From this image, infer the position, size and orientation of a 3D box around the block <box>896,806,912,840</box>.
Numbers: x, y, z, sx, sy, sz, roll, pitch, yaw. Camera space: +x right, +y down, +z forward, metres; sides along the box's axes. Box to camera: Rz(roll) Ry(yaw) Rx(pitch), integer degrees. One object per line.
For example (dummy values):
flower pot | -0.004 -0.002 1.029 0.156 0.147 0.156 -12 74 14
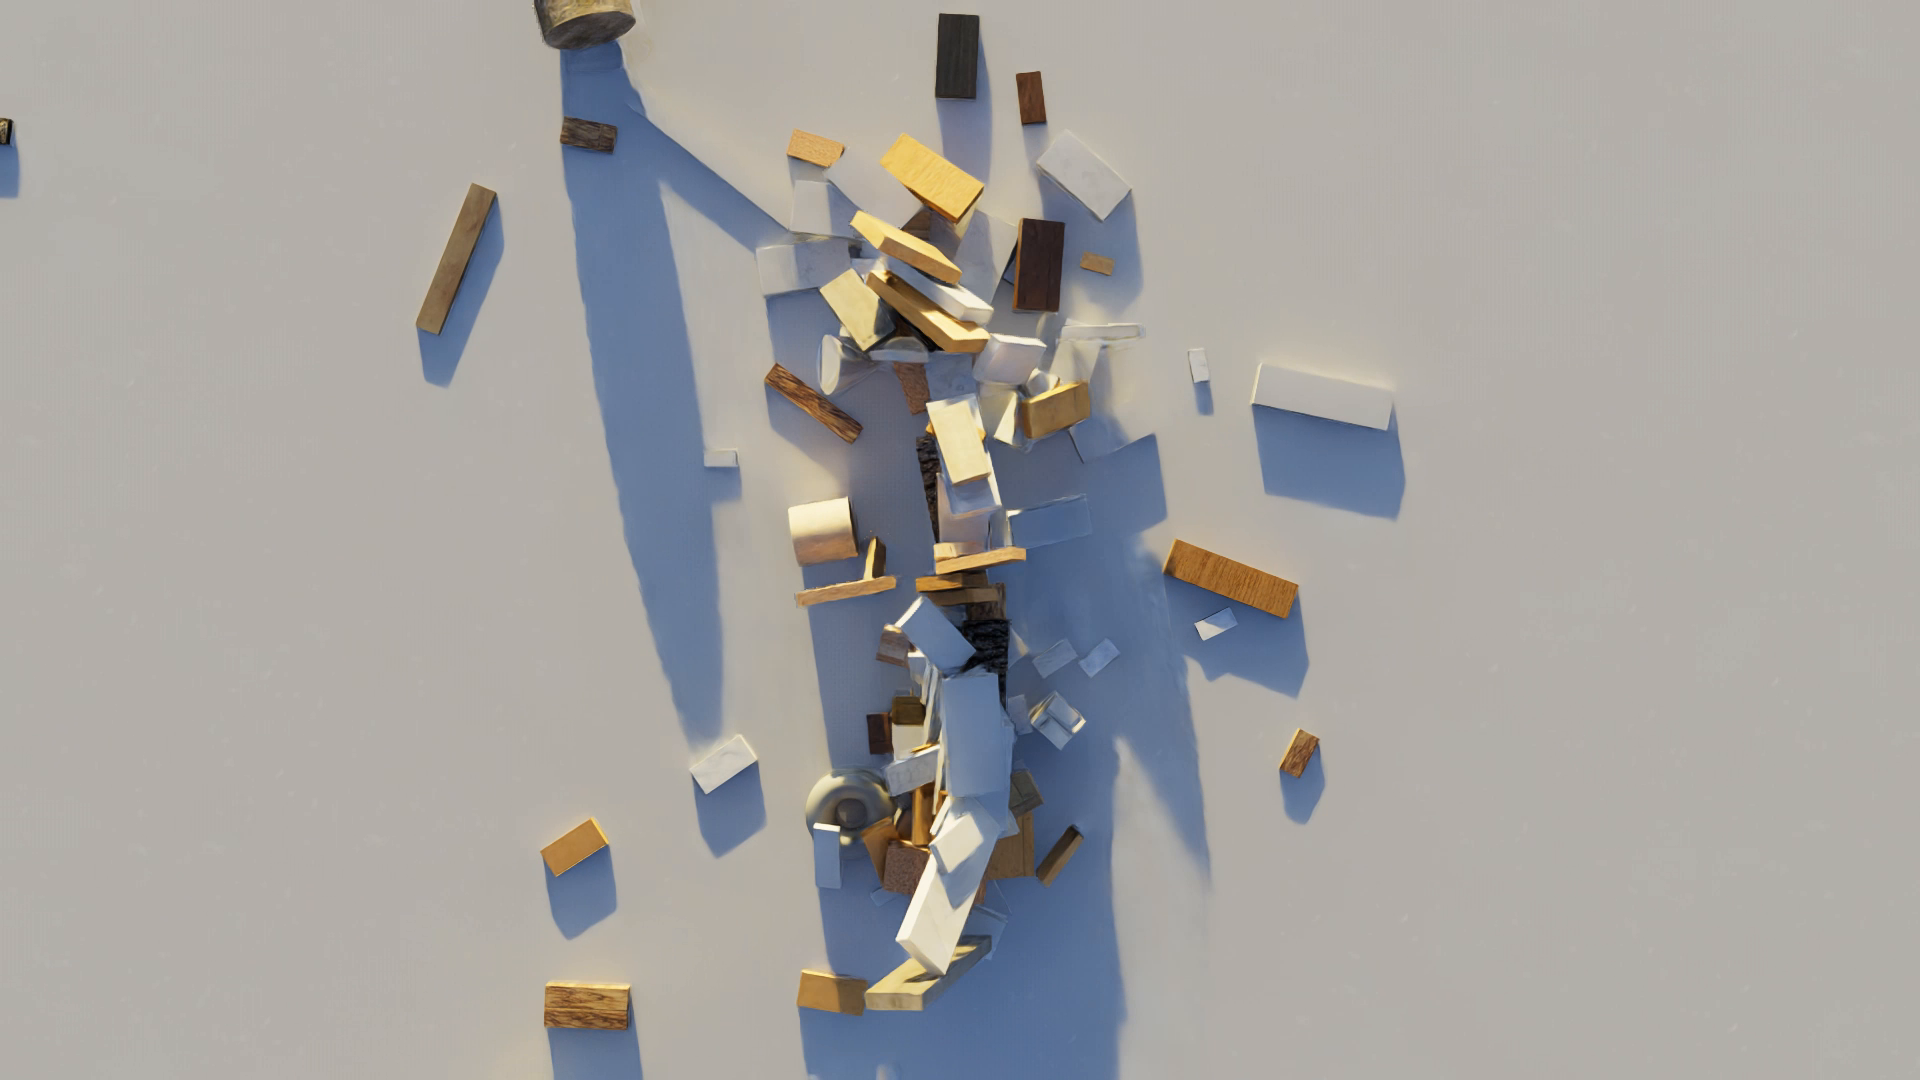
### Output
block | -0.129 0.963 5.488 0.168 0.024 0.084 27 90 0

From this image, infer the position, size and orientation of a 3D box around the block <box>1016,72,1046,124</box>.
block | 0.236 -1.471 5.488 0.083 0.023 0.166 -7 90 0

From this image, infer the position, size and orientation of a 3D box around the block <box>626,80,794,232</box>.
block | -0.807 -1.271 5.488 0.711 0.025 0.087 38 90 0

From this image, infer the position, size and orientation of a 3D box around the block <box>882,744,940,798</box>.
block | -0.078 0.717 5.307 0.351 0.028 0.099 -19 104 -24

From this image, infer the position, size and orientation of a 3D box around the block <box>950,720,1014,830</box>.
block | 0.066 0.741 5.150 0.177 0.050 0.354 -2 107 -18

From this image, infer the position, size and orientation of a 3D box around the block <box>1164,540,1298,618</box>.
block | 0.900 0.129 5.483 0.434 0.034 0.121 21 90 0

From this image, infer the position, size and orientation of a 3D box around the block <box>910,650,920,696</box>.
block | -0.109 0.454 5.453 0.092 0.026 0.184 9 112 0

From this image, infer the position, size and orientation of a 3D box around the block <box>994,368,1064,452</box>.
block | 0.226 -0.431 5.434 0.131 0.037 0.263 23 86 33

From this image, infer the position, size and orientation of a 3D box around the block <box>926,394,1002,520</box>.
block | 0.012 -0.260 5.093 0.154 0.044 0.374 -13 73 -1

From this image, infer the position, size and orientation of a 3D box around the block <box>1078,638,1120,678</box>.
block | 0.463 0.393 5.491 0.130 0.018 0.065 -41 90 0

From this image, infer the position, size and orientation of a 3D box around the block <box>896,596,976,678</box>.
block | -0.073 0.300 5.032 0.124 0.035 0.248 -47 116 -12

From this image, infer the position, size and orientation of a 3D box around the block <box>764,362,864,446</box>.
block | -0.487 -0.453 5.489 0.361 0.021 0.074 36 90 0

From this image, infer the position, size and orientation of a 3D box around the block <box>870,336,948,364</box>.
block | -0.150 -0.611 5.293 0.130 0.276 0.037 -31 117 -38

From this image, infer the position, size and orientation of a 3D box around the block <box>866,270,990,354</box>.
block | -0.100 -0.727 5.228 0.427 0.176 0.050 43 124 31

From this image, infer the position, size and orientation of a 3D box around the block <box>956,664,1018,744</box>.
block | 0.071 0.535 5.135 0.123 0.035 0.288 -29 115 -9

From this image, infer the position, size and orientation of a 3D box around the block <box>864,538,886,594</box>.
block | -0.279 0.085 5.429 0.024 0.085 0.169 -2 68 22

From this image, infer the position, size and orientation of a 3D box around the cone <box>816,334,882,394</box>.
cone | -0.346 -0.580 5.456 0.196 0.196 0.196 -3 90 -27

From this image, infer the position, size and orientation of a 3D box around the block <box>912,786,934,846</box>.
block | -0.097 0.878 5.376 0.111 0.031 0.222 1 91 -20

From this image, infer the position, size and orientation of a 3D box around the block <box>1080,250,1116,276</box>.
block | 0.458 -0.921 5.492 0.108 0.015 0.054 16 90 0

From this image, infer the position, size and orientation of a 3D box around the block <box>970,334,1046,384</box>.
block | 0.157 -0.577 5.294 0.042 0.312 0.147 38 110 23

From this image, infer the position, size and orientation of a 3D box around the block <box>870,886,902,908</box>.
block | -0.160 1.129 5.470 0.295 0.015 0.051 -29 90 9

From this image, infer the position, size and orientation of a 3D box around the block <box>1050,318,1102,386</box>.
block | 0.377 -0.585 5.481 0.135 0.038 0.269 18 90 0

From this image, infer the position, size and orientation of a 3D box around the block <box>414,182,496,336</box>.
block | -1.678 -0.934 5.488 0.083 0.023 0.513 22 90 0

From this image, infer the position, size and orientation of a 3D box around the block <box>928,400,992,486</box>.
block | 0.000 -0.294 5.031 0.123 0.035 0.247 -18 70 -2

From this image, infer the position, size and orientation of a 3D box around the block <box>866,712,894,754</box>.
block | -0.126 0.630 5.459 0.355 0.037 0.132 -5 90 7

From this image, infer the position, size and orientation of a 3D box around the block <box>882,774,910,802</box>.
block | -0.214 0.817 5.493 0.051 0.015 0.103 -28 90 0

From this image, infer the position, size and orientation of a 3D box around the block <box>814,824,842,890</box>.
block | -0.435 1.041 5.421 0.084 0.024 0.249 6 121 8

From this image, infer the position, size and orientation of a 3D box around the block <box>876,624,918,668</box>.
block | -0.149 0.368 5.459 0.241 0.034 0.121 14 113 -1

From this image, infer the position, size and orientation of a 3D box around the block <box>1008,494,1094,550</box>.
block | 0.299 -0.057 5.455 0.263 0.037 0.131 -13 113 0

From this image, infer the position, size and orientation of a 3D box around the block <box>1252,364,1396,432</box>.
block | 1.207 -0.474 5.481 0.452 0.038 0.135 12 90 0

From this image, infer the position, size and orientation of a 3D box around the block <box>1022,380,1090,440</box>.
block | 0.315 -0.425 5.372 0.255 0.035 0.124 -23 119 -32

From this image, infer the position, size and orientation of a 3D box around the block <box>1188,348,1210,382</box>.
block | 0.795 -0.581 5.492 0.054 0.015 0.108 -10 90 0

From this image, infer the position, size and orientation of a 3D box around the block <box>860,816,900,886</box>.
block | -0.242 1.024 5.420 0.111 0.031 0.222 -26 120 -14

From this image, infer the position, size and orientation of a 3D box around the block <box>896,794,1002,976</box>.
block | -0.027 1.025 4.952 0.050 0.541 0.177 -19 122 39

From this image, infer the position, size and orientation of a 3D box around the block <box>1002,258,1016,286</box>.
block | 0.212 -0.916 5.489 0.074 0.021 0.148 32 90 0

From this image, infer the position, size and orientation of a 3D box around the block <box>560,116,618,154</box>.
block | -1.236 -1.349 5.488 0.175 0.025 0.087 11 90 0

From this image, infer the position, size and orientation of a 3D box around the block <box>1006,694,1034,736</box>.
block | 0.197 0.583 5.491 0.065 0.018 0.130 -14 90 0

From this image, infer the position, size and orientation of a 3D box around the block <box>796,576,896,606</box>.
block | -0.361 0.161 5.226 0.290 0.145 0.041 -11 90 35

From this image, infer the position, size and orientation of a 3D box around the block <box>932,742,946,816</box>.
block | -0.007 0.753 5.307 0.135 0.038 0.269 5 93 -27

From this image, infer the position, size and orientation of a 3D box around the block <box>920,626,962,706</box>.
block | -0.048 0.409 5.341 0.127 0.036 0.255 -1 108 -31

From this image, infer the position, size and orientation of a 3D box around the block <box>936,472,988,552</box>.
block | 0.010 -0.067 5.206 0.154 0.044 0.308 -3 117 -2

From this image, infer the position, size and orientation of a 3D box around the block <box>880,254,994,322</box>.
block | -0.075 -0.813 5.277 0.352 0.176 0.050 38 112 22

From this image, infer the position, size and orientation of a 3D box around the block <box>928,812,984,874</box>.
block | -0.011 0.910 4.957 0.028 0.197 0.099 -19 98 39

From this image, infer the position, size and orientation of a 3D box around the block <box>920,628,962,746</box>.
block | -0.034 0.494 5.331 0.127 0.036 0.427 2 106 -28

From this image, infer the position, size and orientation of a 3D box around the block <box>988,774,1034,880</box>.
block | 0.155 0.944 5.436 0.167 0.047 0.334 -3 94 -10

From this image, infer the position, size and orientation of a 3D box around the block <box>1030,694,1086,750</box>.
block | 0.323 0.597 5.437 0.125 0.125 0.125 42 90 0

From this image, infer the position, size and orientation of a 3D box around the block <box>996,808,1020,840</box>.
block | 0.072 0.936 5.326 0.271 0.023 0.083 -24 91 39

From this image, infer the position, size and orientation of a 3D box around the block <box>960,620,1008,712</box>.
block | 0.074 0.396 5.175 0.144 0.041 0.288 0 95 -26

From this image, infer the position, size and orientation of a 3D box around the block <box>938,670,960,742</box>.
block | 0.031 0.524 5.258 0.135 0.038 0.269 14 89 -27

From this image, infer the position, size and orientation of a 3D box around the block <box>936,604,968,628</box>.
block | -0.029 0.235 5.396 0.099 0.028 0.198 -7 113 0

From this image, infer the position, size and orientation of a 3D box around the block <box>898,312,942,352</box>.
block | -0.109 -0.677 5.258 0.085 0.274 0.024 -12 127 -19

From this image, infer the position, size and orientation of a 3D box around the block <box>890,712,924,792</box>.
block | -0.152 0.691 5.424 0.132 0.037 0.264 -4 90 7

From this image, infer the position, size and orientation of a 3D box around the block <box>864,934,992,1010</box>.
block | -0.081 1.307 5.023 0.167 0.827 0.047 -3 87 15

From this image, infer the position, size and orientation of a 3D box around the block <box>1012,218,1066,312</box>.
block | 0.261 -0.908 5.454 0.147 0.042 0.293 3 92 -16

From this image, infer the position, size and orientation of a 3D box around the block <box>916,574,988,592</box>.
block | -0.022 0.134 5.086 0.145 0.290 0.041 -7 86 16
